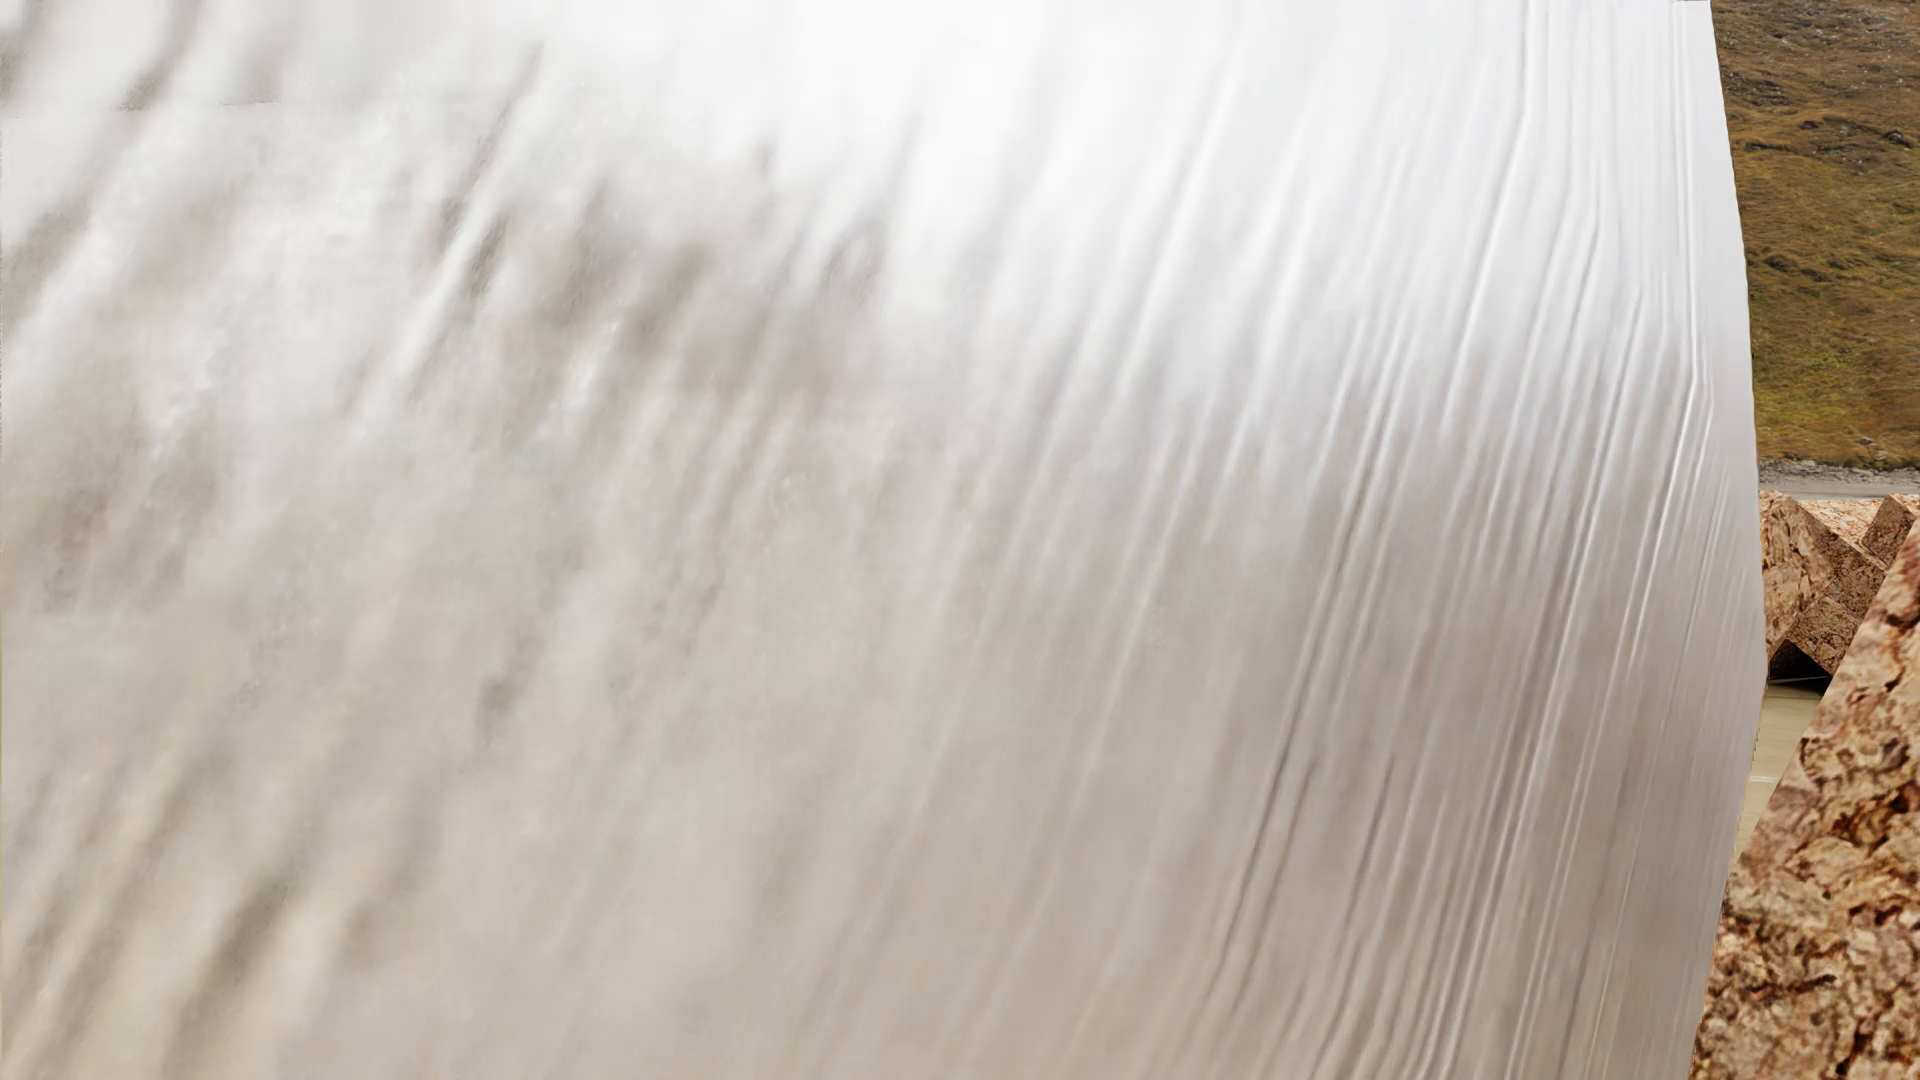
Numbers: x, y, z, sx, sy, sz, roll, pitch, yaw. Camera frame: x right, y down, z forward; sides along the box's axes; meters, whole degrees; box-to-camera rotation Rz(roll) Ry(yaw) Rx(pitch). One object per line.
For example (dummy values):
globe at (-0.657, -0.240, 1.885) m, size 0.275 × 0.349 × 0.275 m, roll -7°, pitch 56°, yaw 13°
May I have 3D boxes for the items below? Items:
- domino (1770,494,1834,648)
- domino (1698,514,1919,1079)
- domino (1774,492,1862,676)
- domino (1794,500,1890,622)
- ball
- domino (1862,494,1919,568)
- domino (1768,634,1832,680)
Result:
domino at (0.051, 0.015, 0.117) m, size 0.050 × 0.010 × 0.025 m, roll -40°, pitch 16°, yaw -13°
domino at (0.027, 0.016, 0.027) m, size 0.010 × 0.050 × 0.025 m, roll 27°, pitch 1°, yaw -7°
domino at (0.155, 0.008, 0.232) m, size 0.025 × 0.009 × 0.050 m, roll 1°, pitch 34°, yaw -17°
domino at (0.162, 0.011, 0.210) m, size 0.025 × 0.010 × 0.050 m, roll -1°, pitch 33°, yaw -8°
ball at (-0.021, -0.001, 0.041) m, size 0.080 × 0.080 × 0.080 m, roll 0°, pitch 4°, yaw 0°
domino at (0.166, 0.010, 0.193) m, size 0.025 × 0.009 × 0.050 m, roll 2°, pitch 33°, yaw -5°
domino at (0.147, 0.007, 0.249) m, size 0.025 × 0.009 × 0.050 m, roll -1°, pitch 34°, yaw -21°
